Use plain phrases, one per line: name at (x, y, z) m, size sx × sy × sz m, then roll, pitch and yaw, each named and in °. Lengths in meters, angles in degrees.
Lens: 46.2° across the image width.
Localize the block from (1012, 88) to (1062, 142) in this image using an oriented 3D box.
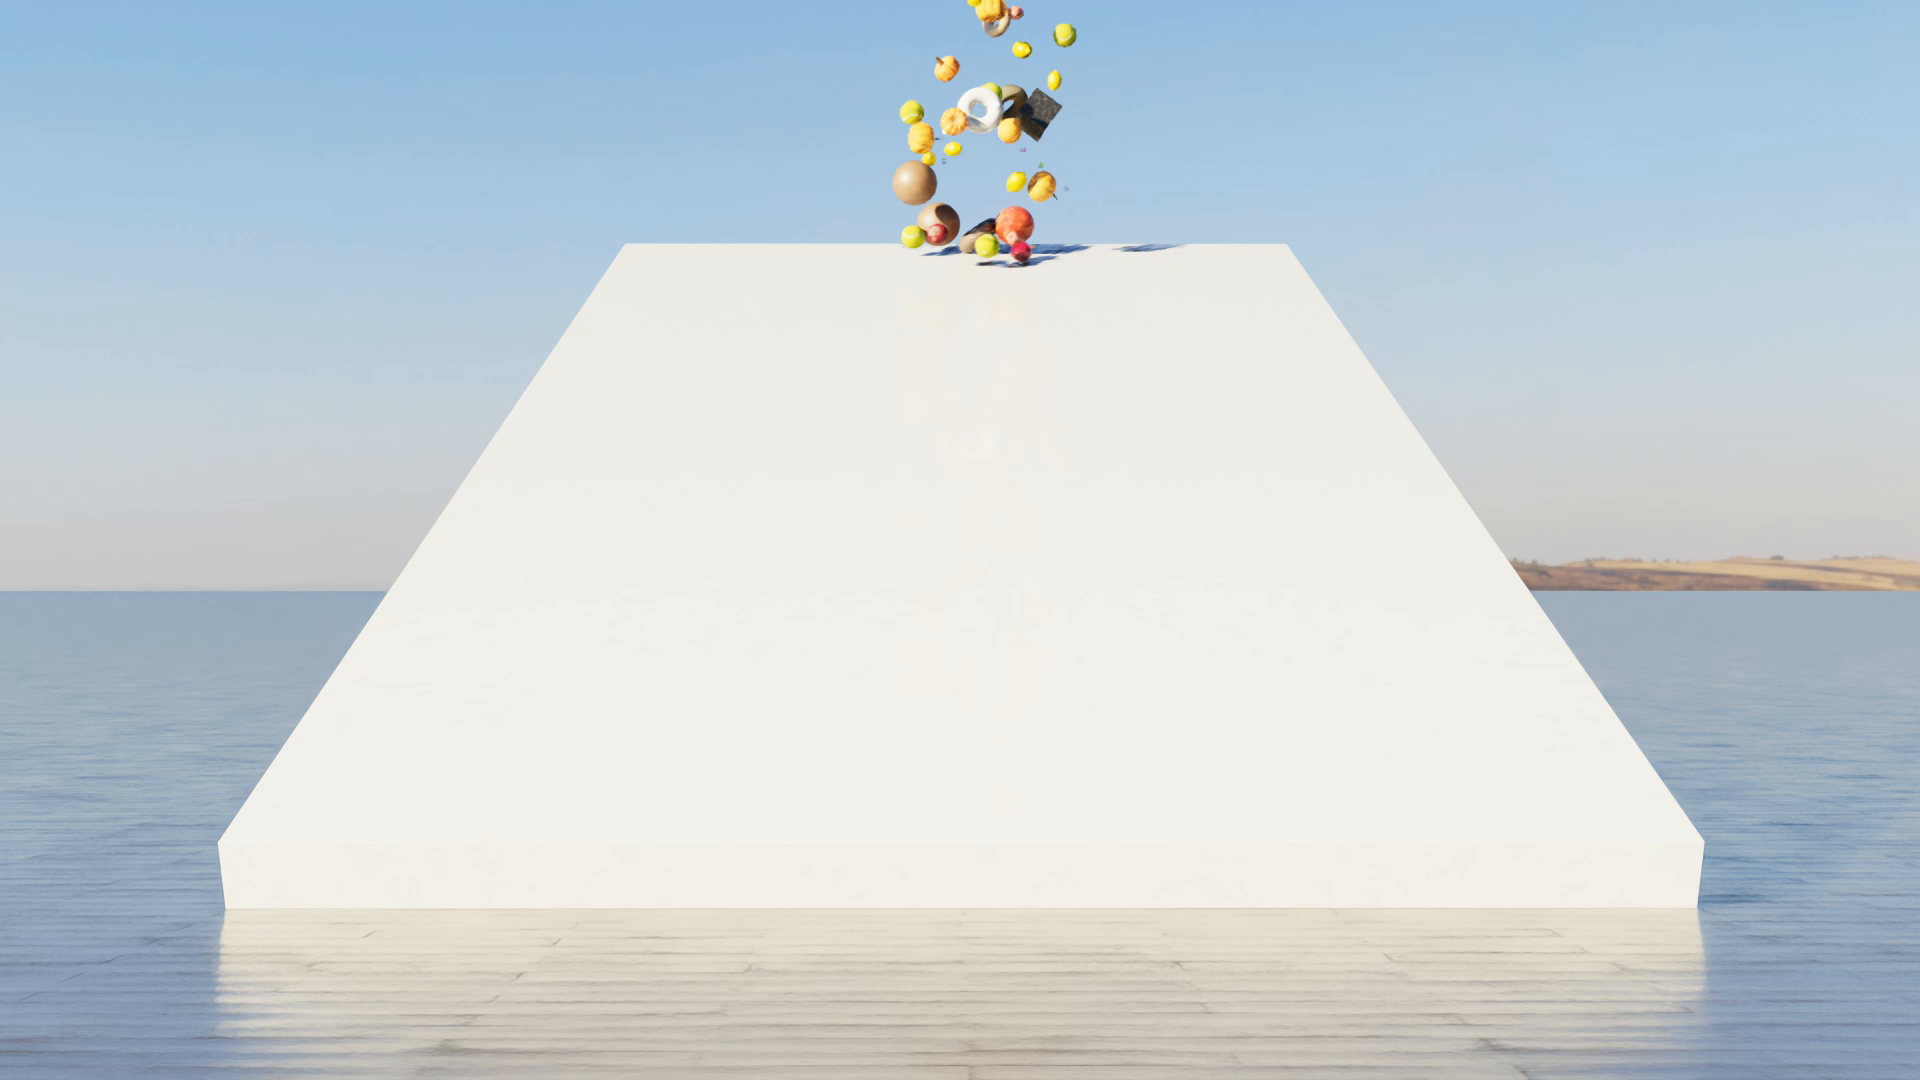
block at (0.225, -1.232, 6.527) m, size 0.093 × 0.093 × 0.093 m, roll 36°, pitch -17°, yaw -1°

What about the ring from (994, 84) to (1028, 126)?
ring at (0.138, -1.279, 6.627) m, size 0.135 × 0.135 × 0.045 m, roll 1°, pitch 42°, yaw -35°

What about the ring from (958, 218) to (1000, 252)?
ring at (0.057, -0.903, 6.668) m, size 0.141 × 0.047 × 0.141 m, roll -36°, pitch 0°, yaw 0°

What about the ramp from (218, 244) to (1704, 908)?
ramp at (-0.004, -0.197, 4.936) m, size 2.000 × 0.100 × 4.000 m, roll 0°, pitch 19°, yaw 0°

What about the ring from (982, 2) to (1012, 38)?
ring at (0.110, -1.556, 6.733) m, size 0.106 × 0.106 × 0.035 m, roll -1°, pitch -5°, yaw 44°
